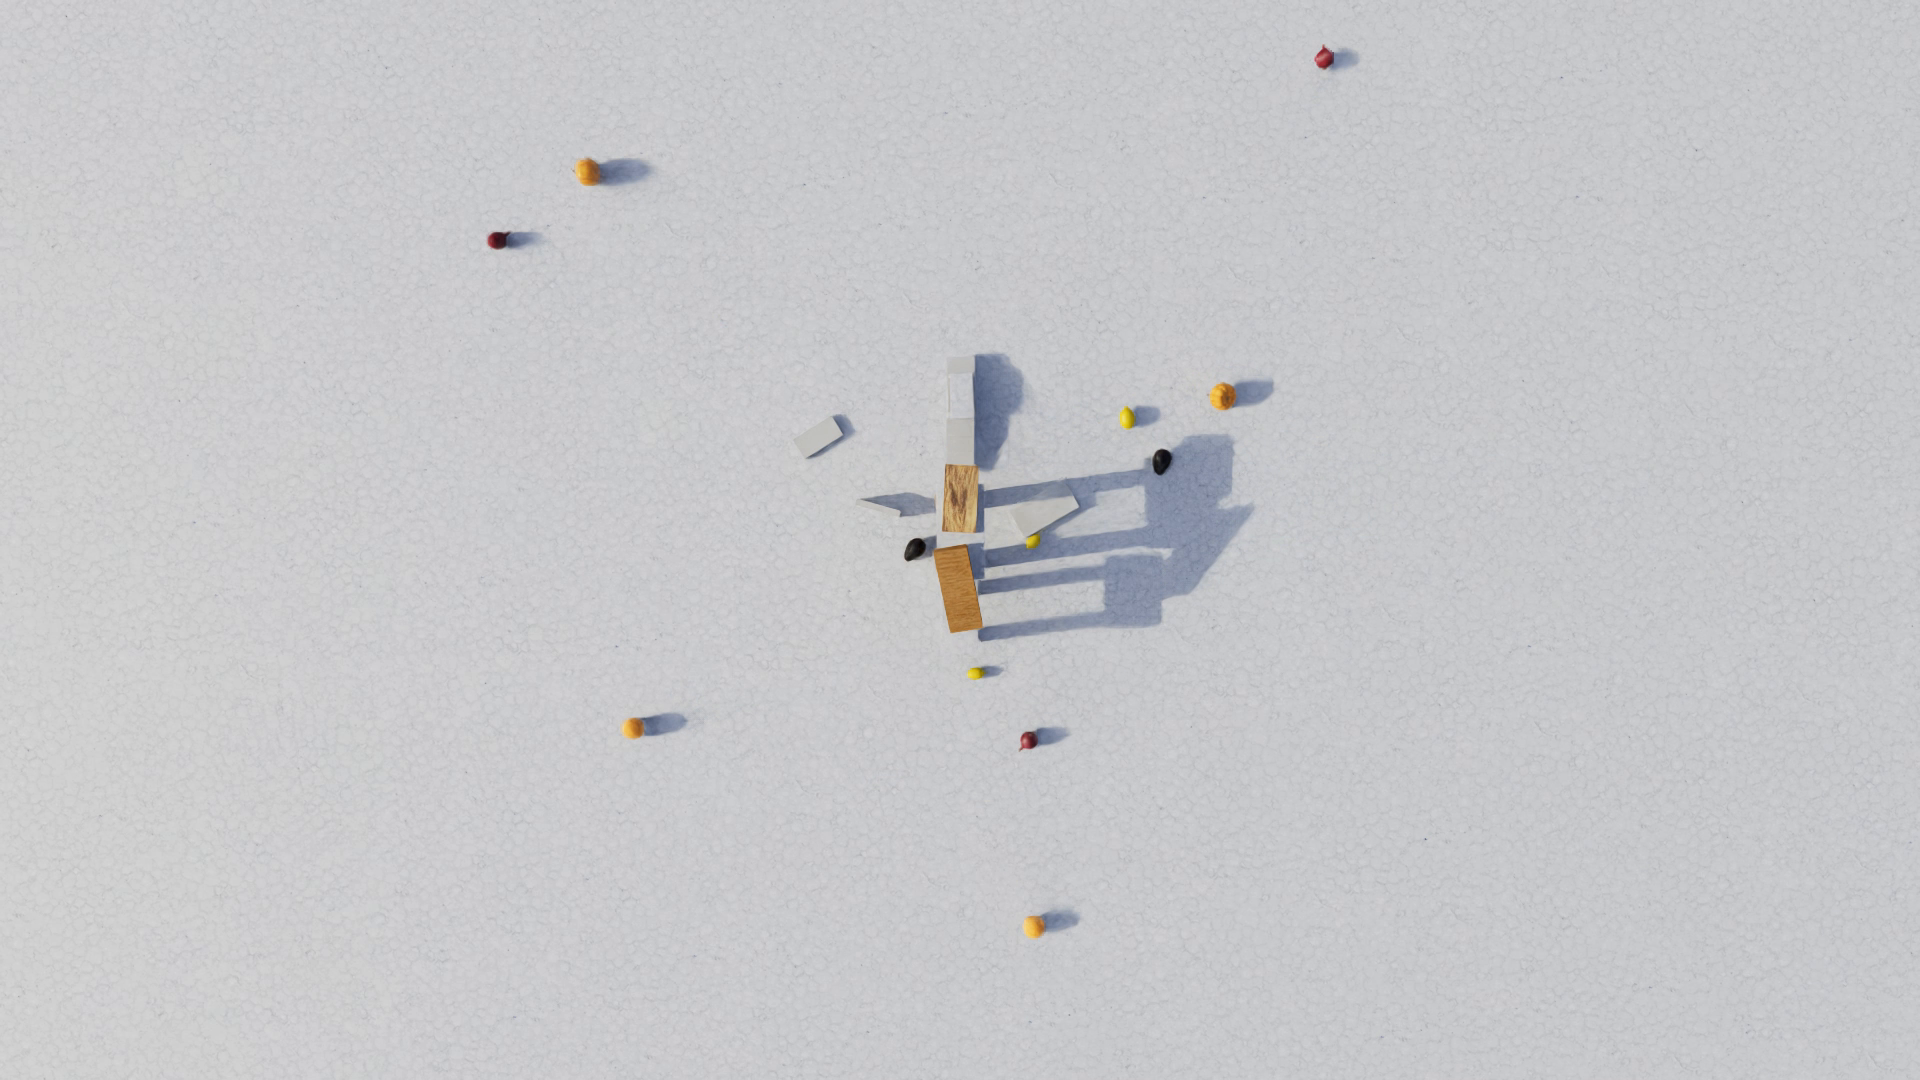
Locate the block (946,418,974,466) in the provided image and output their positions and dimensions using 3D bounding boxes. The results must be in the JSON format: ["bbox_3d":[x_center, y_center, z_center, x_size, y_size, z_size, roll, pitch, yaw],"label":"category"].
[{"bbox_3d":[0.000,-0.314,5.468,0.092,0.026,0.184,1,102,0],"label":"block"}]

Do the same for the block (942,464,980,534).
[{"bbox_3d":[0.002,-0.129,5.144,0.105,0.030,0.211,3,90,0],"label":"block"}]

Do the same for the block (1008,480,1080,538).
[{"bbox_3d":[0.279,-0.104,5.485,0.211,0.030,0.105,-30,90,0],"label":"block"}]

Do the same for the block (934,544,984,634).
[{"bbox_3d":[-0.005,0.153,5.156,0.105,0.030,0.285,-10,114,4],"label":"block"}]

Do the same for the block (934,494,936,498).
[{"bbox_3d":[-0.004,-0.123,5.351,0.149,0.299,0.042,-1,90,0],"label":"block"}]

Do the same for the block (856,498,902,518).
[{"bbox_3d":[-0.270,-0.106,5.462,0.150,0.075,0.021,16,90,0],"label":"block"}]

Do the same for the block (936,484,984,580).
[{"bbox_3d":[0.002,-0.026,5.180,0.149,0.042,0.299,0,90,0],"label":"block"}]

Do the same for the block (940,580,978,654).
[{"bbox_3d":[-0.001,0.244,5.249,0.117,0.033,0.234,0,90,0],"label":"block"}]

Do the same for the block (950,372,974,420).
[{"bbox_3d":[0.006,-0.473,5.430,0.075,0.021,0.150,-3,85,0],"label":"block"}]

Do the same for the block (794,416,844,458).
[{"bbox_3d":[-0.472,-0.341,5.489,0.150,0.021,0.075,-32,90,0],"label":"block"}]

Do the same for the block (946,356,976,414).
[{"bbox_3d":[0.004,-0.513,5.461,0.092,0.026,0.184,-1,90,0],"label":"block"}]

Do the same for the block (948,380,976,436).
[{"bbox_3d":[0.004,-0.442,5.487,0.092,0.026,0.184,0,90,0],"label":"block"}]
